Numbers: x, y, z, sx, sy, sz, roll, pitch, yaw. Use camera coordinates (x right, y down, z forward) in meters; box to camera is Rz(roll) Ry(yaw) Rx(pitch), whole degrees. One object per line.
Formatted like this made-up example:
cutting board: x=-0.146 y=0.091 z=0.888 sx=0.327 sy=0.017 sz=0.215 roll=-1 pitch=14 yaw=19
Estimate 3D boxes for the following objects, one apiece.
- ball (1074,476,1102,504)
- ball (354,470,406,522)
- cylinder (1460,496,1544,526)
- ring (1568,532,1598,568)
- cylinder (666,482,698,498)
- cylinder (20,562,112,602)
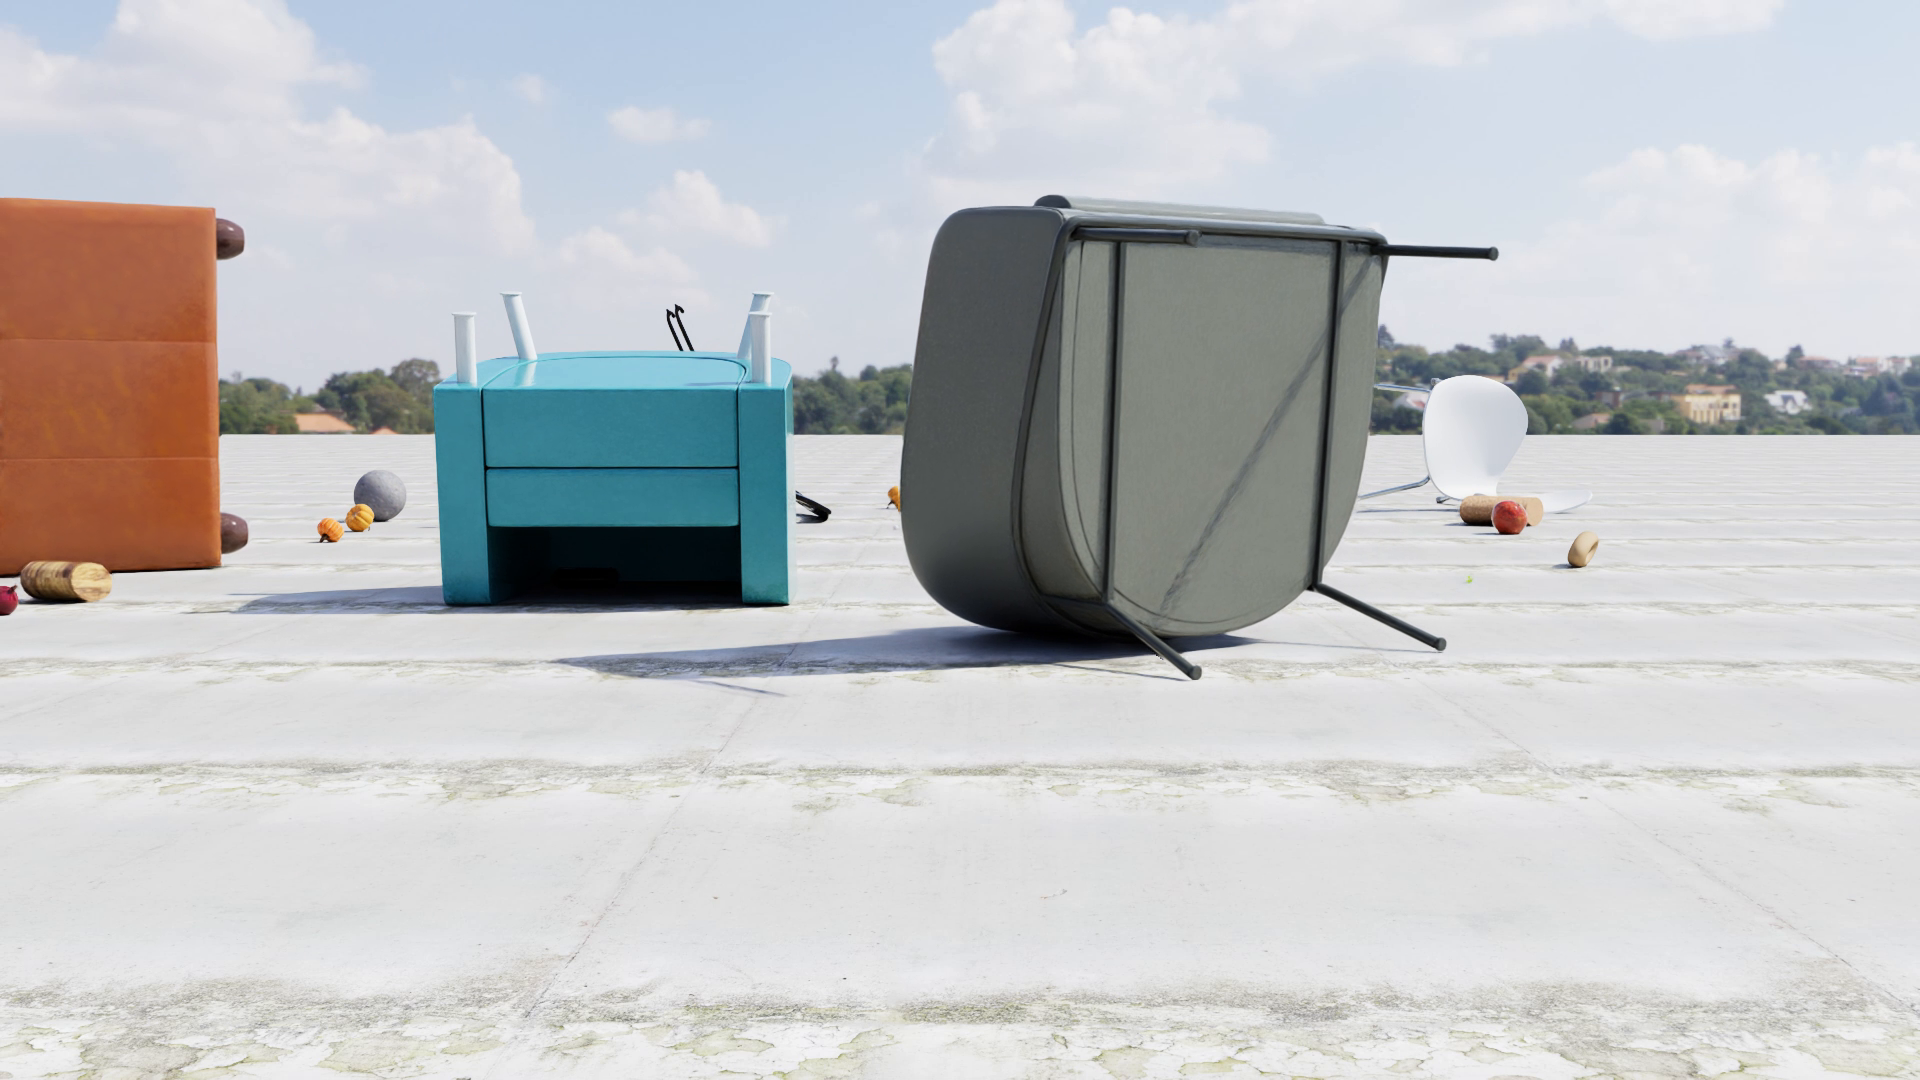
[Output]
ball: x=0.498 y=-0.190 z=8.522 sx=0.109 sy=0.109 sz=0.109 roll=0 pitch=4 yaw=0
ball: x=-1.967 y=-0.151 z=7.461 sx=0.176 sy=0.176 sz=0.176 roll=0 pitch=4 yaw=0
cylinder: x=1.794 y=-0.097 z=7.279 sx=0.217 sy=0.094 sz=0.235 roll=2 pitch=2 yaw=29
ring: x=1.584 y=0.024 z=5.588 sx=0.045 sy=0.089 sz=0.221 roll=23 pitch=18 yaw=21
cylinder: x=-1.158 y=-0.211 z=9.158 sx=0.116 sy=0.062 sz=0.061 roll=7 pitch=7 yaw=33
cylinder: x=-1.894 y=0.088 z=4.661 sx=0.137 sy=0.081 sz=0.120 roll=1 pitch=-9 yaw=21
